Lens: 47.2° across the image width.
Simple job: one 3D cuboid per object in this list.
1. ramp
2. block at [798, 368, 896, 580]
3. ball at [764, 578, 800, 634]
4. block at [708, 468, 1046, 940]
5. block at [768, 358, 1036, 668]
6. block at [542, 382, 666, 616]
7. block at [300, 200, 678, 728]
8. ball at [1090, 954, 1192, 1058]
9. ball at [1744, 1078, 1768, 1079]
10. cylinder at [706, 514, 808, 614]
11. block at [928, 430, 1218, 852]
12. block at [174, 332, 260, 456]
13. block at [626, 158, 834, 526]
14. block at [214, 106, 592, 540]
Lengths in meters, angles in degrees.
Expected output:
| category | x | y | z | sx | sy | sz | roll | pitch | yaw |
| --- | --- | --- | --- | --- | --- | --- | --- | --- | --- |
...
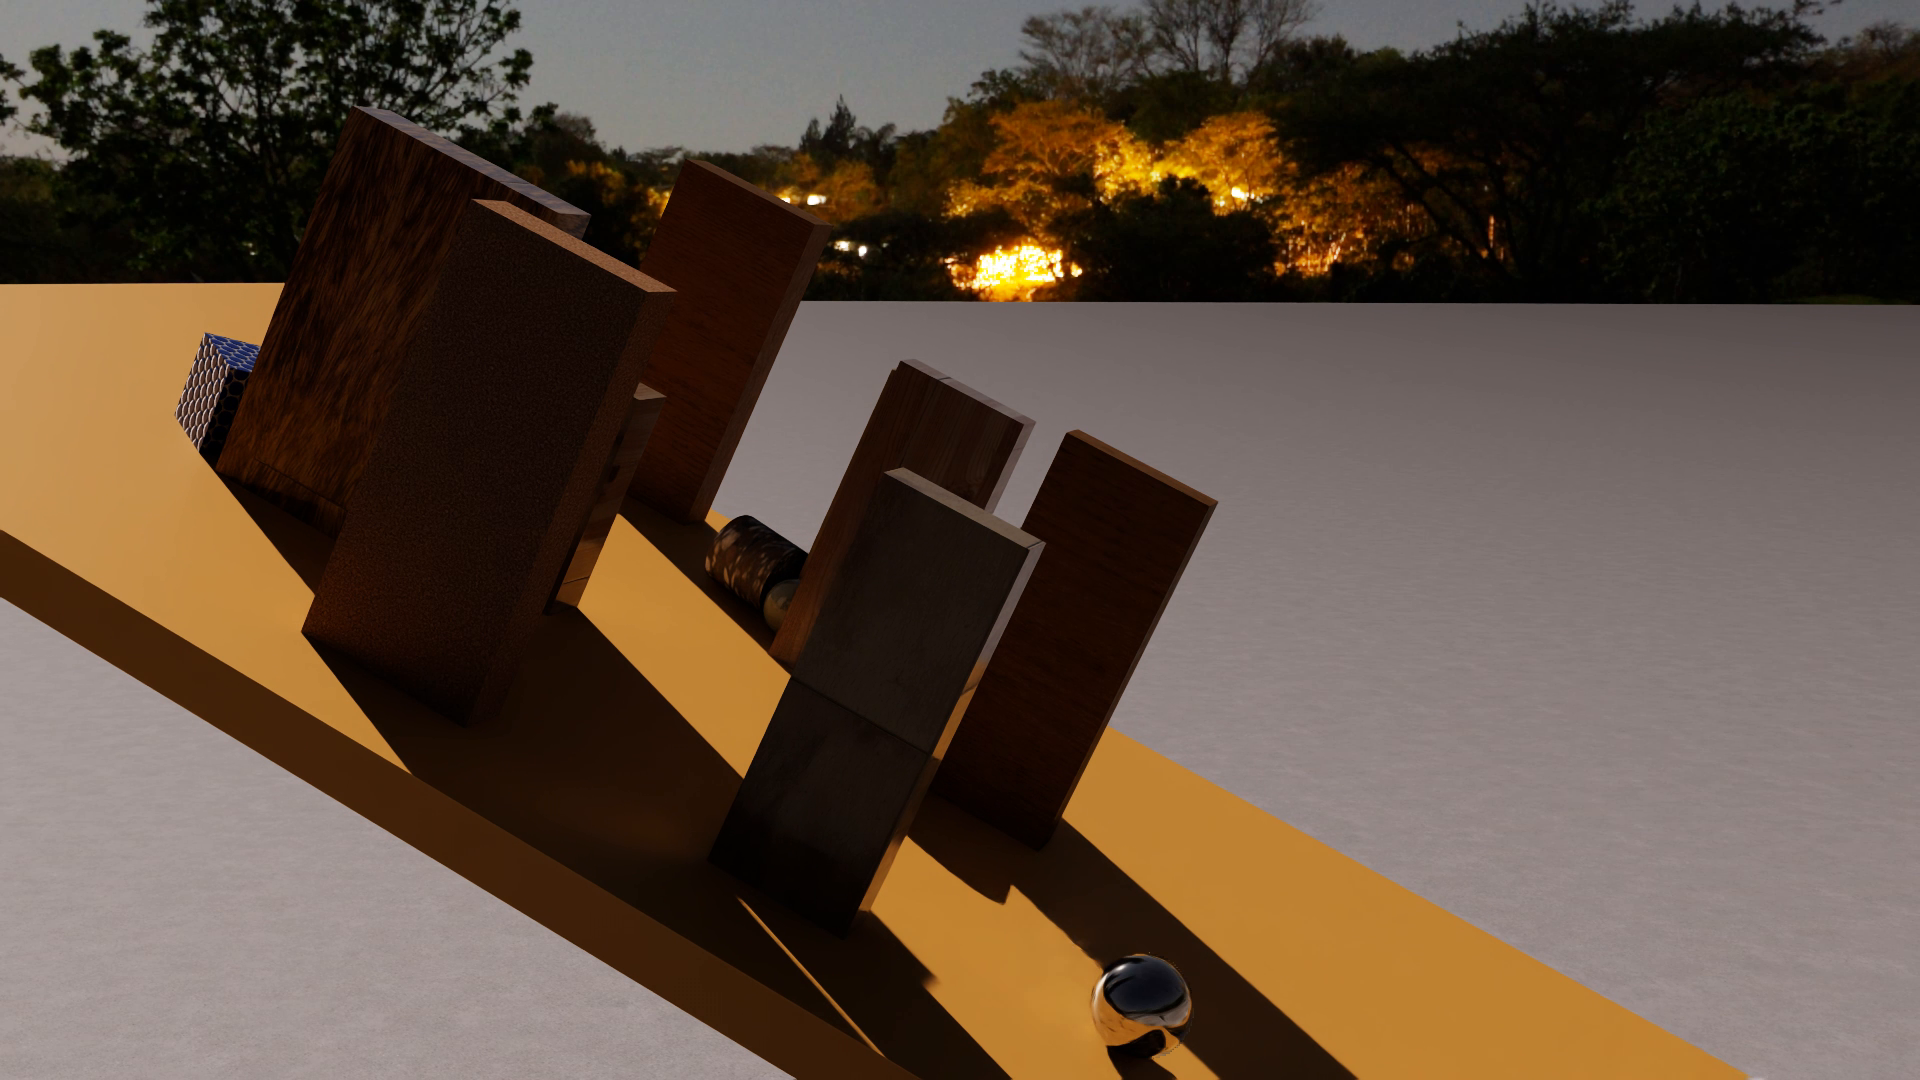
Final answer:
| category | x | y | z | sx | sy | sz | roll | pitch | yaw |
| --- | --- | --- | --- | --- | --- | --- | --- | --- | --- |
| ramp | -0.256 | 0.433 | 4.166 | 4.000 | 0.100 | 2.000 | 28 | 14 | 12 |
| block | -0.132 | -0.030 | 4.632 | 0.277 | 0.601 | 0.093 | 28 | 14 | 12 |
| ball | -0.348 | 0.145 | 4.603 | 0.129 | 0.129 | 0.129 | 0 | 7 | 0 |
| block | -0.133 | 0.253 | 3.382 | 0.252 | 0.685 | 0.093 | 28 | 14 | 12 |
| block | -0.120 | -0.001 | 4.408 | 0.280 | 0.664 | 0.091 | 28 | 14 | 12 |
| block | -0.830 | -0.153 | 4.174 | 0.388 | 0.453 | 0.119 | 28 | 14 | 12 |
| block | -0.756 | -0.119 | 3.504 | 0.328 | 0.768 | 0.109 | 28 | 14 | 12 |
| ball | 0.283 | 0.730 | 3.447 | 0.159 | 0.159 | 0.159 | 0 | 7 | 0 |
| ball | 1.517 | 1.109 | 4.173 | 0.173 | 0.173 | 0.173 | 0 | 7 | 0 |
| cylinder | -0.431 | 0.055 | 4.720 | 0.162 | 0.162 | 0.162 | 32 | 22 | 27 |
| block | 0.182 | 0.188 | 4.090 | 0.294 | 0.729 | 0.088 | 28 | 14 | 12 |
| block | -1.372 | -0.265 | 4.229 | 0.178 | 0.178 | 0.178 | 14 | 18 | -40 |
| block | -0.607 | -0.451 | 5.043 | 0.343 | 0.756 | 0.119 | 28 | 14 | 12 |
| block | -1.020 | -0.354 | 4.002 | 0.447 | 0.731 | 0.125 | 28 | 14 | 12 |
